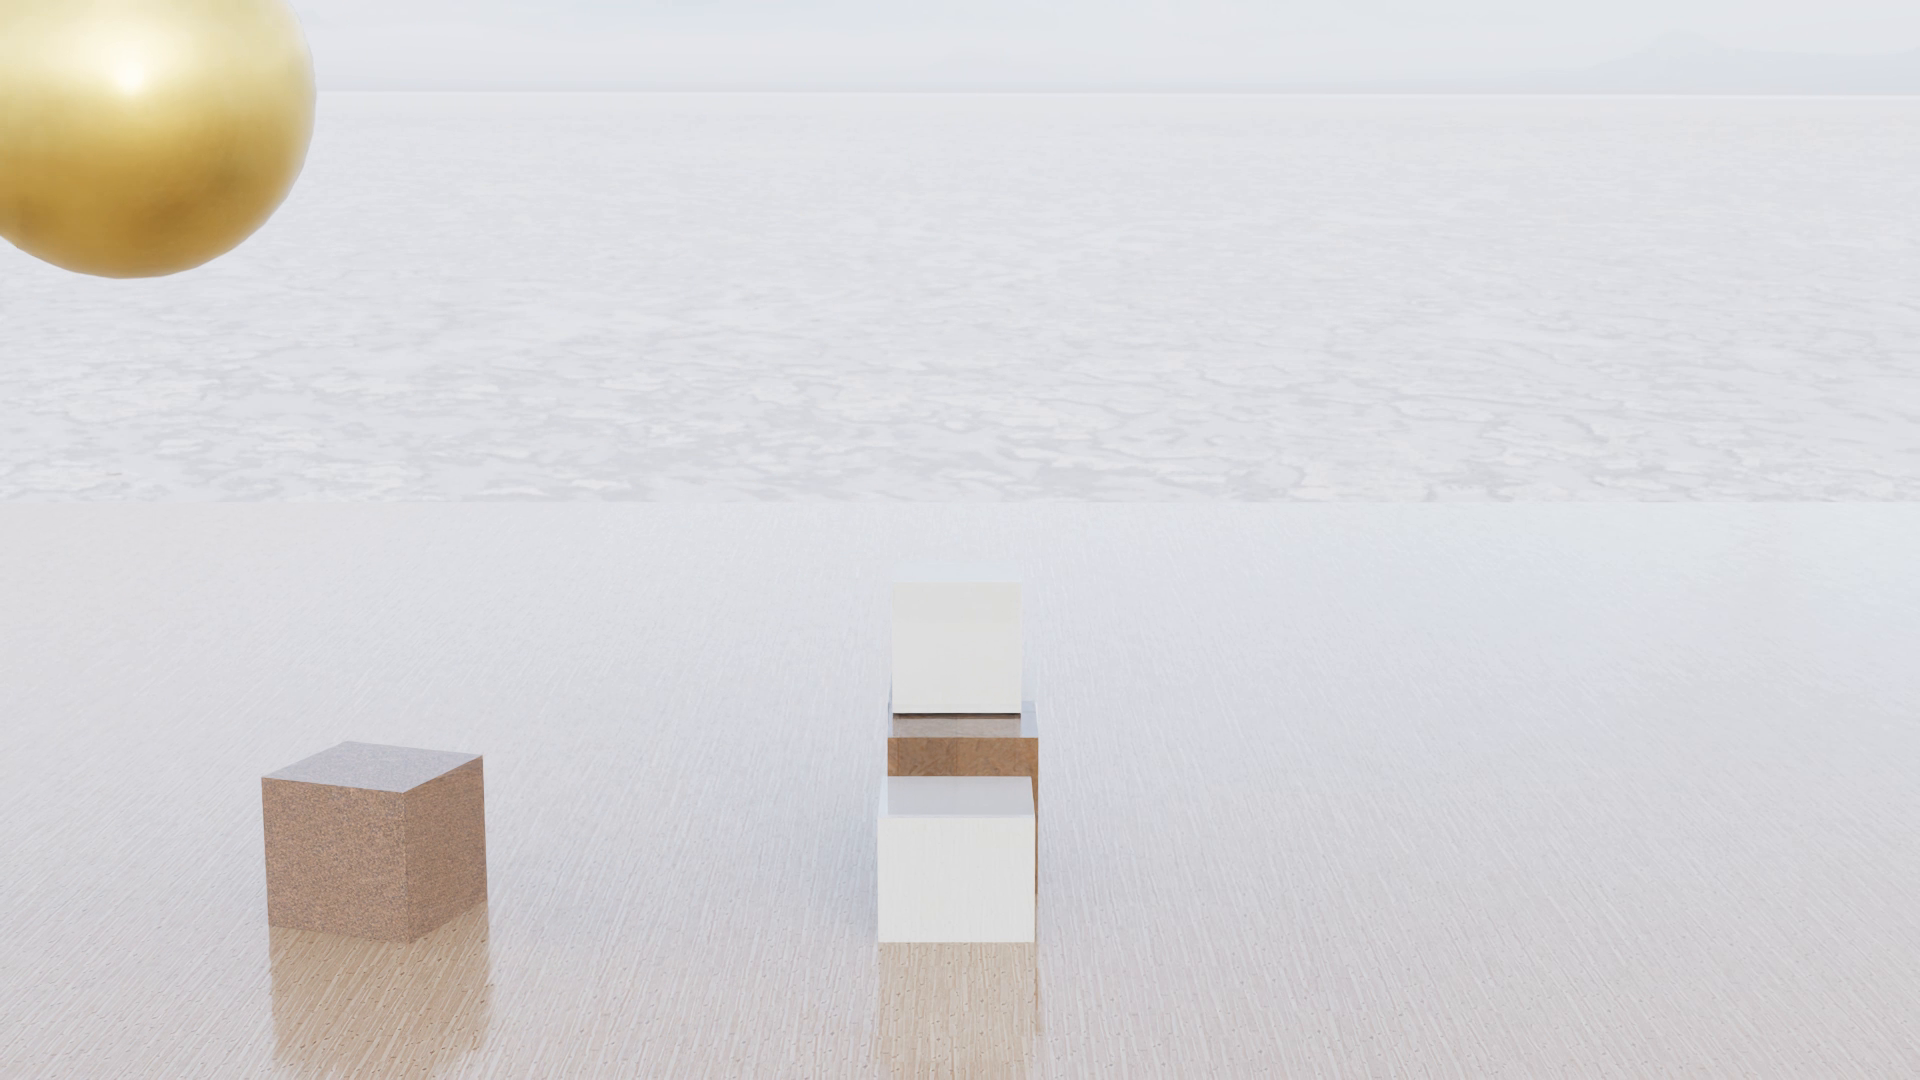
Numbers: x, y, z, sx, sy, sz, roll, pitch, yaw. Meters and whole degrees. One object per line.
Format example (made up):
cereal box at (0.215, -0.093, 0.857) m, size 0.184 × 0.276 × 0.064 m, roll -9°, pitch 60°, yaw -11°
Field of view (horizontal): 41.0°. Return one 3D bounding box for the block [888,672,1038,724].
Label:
block at (0.012, 1.023, 12.027) m, size 0.680 × 0.683 × 0.616 m, roll 0°, pitch 10°, yaw 0°

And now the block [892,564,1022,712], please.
block at (-0.015, 0.437, 11.625) m, size 0.571 × 0.585 × 0.599 m, roll 0°, pitch 7°, yaw 0°

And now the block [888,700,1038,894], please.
block at (0.014, 1.132, 11.385) m, size 0.649 × 0.699 × 0.655 m, roll 0°, pitch 10°, yaw 0°

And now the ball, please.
ball at (-3.538, -1.902, 10.834) m, size 1.600 × 1.600 × 1.600 m, roll 0°, pitch 10°, yaw 0°

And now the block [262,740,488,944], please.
block at (-2.461, 1.263, 10.824) m, size 0.678 × 0.641 × 0.623 m, roll 4°, pitch 11°, yaw 20°

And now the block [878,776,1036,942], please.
block at (-0.016, 1.332, 10.767) m, size 0.641 × 0.528 × 0.626 m, roll 0°, pitch 10°, yaw 0°
